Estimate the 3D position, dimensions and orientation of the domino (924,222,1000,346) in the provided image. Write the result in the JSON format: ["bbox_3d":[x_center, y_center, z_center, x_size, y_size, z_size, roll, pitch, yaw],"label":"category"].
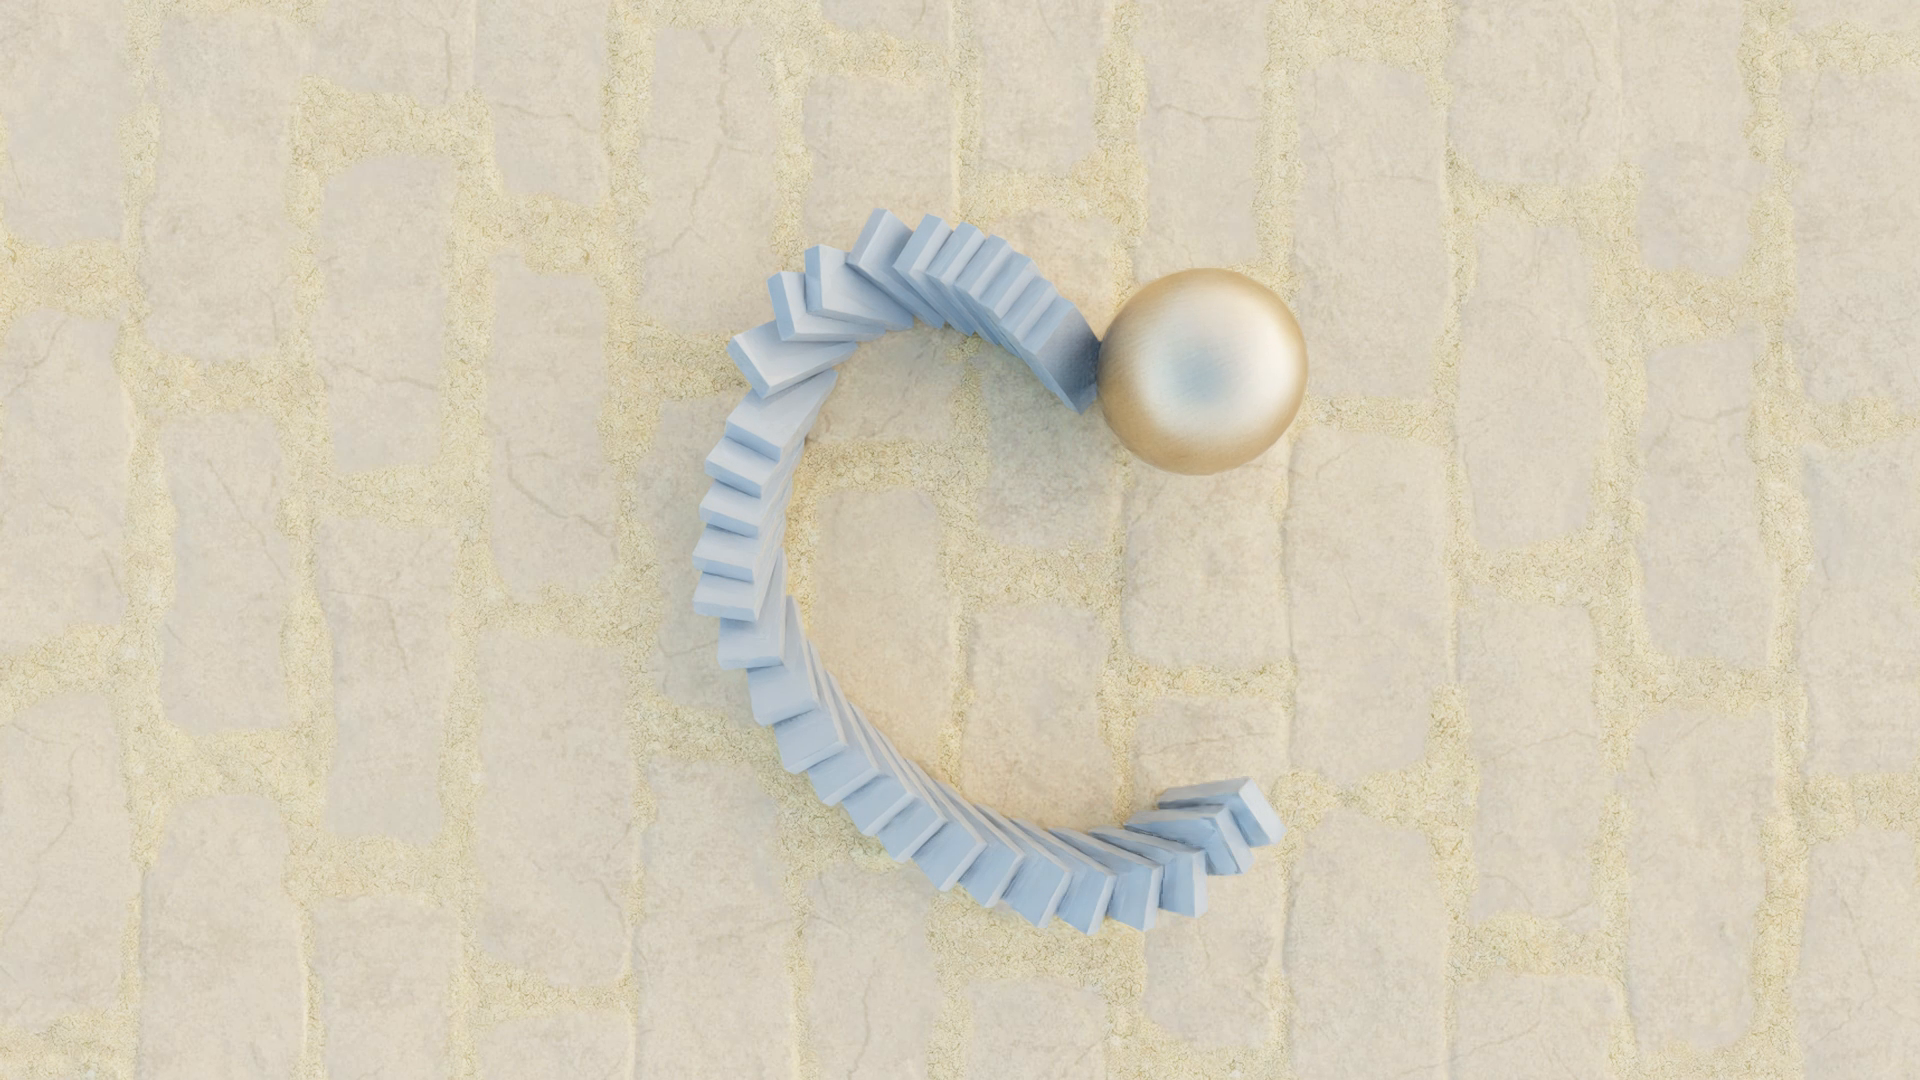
[{"bbox_3d":[0.008,-0.104,0.377,0.010,0.050,0.025,36,90,36],"label":"domino"}]

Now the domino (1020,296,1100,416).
[{"bbox_3d":[0.045,-0.075,0.377,0.010,0.050,0.025,38,90,36],"label":"domino"}]

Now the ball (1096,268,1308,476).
[{"bbox_3d":[0.094,-0.065,0.360,0.080,0.080,0.080,0,90,0],"label":"ball"}]

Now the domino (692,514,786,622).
[{"bbox_3d":[-0.091,0.009,0.381,0.025,0.010,0.050,8,53,2],"label":"domino"}]

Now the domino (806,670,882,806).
[{"bbox_3d":[-0.055,0.082,0.382,0.025,0.010,0.050,-34,56,2],"label":"domino"}]

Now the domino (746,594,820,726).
[{"bbox_3d":[-0.076,0.050,0.382,0.025,0.010,0.050,-19,57,1],"label":"domino"}]

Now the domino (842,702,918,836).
[{"bbox_3d":[-0.042,0.095,0.382,0.025,0.010,0.050,-42,56,1],"label":"domino"}]

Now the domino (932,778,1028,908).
[{"bbox_3d":[0.001,0.126,0.382,0.050,0.010,0.025,34,90,33],"label":"domino"}]

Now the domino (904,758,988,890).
[{"bbox_3d":[-0.014,0.118,0.382,0.025,0.010,0.050,-50,56,2],"label":"domino"}]

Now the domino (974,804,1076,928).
[{"bbox_3d":[0.021,0.134,0.381,0.050,0.010,0.025,28,90,37],"label":"domino"}]

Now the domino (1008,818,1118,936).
[{"bbox_3d":[0.038,0.139,0.381,0.050,0.009,0.025,20,90,38],"label":"domino"}]

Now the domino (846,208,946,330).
[{"bbox_3d":[-0.021,-0.112,0.380,0.050,0.009,0.025,28,90,-43],"label":"domino"}]

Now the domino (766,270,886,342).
[{"bbox_3d":[-0.054,-0.096,0.378,0.010,0.050,0.025,-14,90,42],"label":"domino"}]

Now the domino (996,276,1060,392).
[{"bbox_3d":[0.037,-0.083,0.377,0.009,0.050,0.025,38,90,36],"label":"domino"}]

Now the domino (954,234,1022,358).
[{"bbox_3d":[0.019,-0.099,0.377,0.010,0.050,0.025,37,90,36],"label":"domino"}]

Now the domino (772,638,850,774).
[{"bbox_3d":[-0.066,0.068,0.381,0.025,0.009,0.050,-28,57,4],"label":"domino"}]

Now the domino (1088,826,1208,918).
[{"bbox_3d":[0.077,0.136,0.379,0.050,0.010,0.025,-2,90,44],"label":"domino"}]

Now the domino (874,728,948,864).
[{"bbox_3d":[-0.030,0.106,0.382,0.025,0.010,0.050,-44,56,0],"label":"domino"}]

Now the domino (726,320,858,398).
[{"bbox_3d":[-0.069,-0.080,0.380,0.050,0.010,0.025,-36,89,-39],"label":"domino"}]

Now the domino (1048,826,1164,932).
[{"bbox_3d":[0.058,0.139,0.380,0.050,0.009,0.025,9,90,41],"label":"domino"}]

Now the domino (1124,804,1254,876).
[{"bbox_3d":[0.093,0.124,0.378,0.009,0.050,0.025,-27,90,-40],"label":"domino"}]

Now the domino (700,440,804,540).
[{"bbox_3d":[-0.086,-0.025,0.381,0.025,0.010,0.050,19,53,0],"label":"domino"}]

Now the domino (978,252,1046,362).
[{"bbox_3d":[0.029,-0.092,0.377,0.009,0.050,0.025,37,90,36],"label":"domino"}]

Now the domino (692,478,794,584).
[{"bbox_3d":[-0.089,-0.007,0.381,0.025,0.009,0.050,13,53,3],"label":"domino"}]

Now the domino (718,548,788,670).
[{"bbox_3d":[-0.086,0.028,0.383,0.025,0.009,0.050,-4,60,0],"label":"domino"}]

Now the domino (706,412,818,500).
[{"bbox_3d":[-0.082,-0.042,0.381,0.025,0.009,0.050,26,54,1],"label":"domino"}]

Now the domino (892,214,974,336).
[{"bbox_3d":[-0.004,-0.108,0.377,0.009,0.050,0.025,32,90,36],"label":"domino"}]

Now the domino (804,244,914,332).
[{"bbox_3d":[-0.041,-0.103,0.378,0.010,0.050,0.025,-4,89,42],"label":"domino"}]

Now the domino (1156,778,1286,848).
[{"bbox_3d":[0.106,0.113,0.377,0.009,0.050,0.025,-34,90,-34],"label":"domino"}]

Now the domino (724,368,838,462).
[{"bbox_3d":[-0.074,-0.057,0.381,0.025,0.010,0.050,27,54,0],"label":"domino"}]
